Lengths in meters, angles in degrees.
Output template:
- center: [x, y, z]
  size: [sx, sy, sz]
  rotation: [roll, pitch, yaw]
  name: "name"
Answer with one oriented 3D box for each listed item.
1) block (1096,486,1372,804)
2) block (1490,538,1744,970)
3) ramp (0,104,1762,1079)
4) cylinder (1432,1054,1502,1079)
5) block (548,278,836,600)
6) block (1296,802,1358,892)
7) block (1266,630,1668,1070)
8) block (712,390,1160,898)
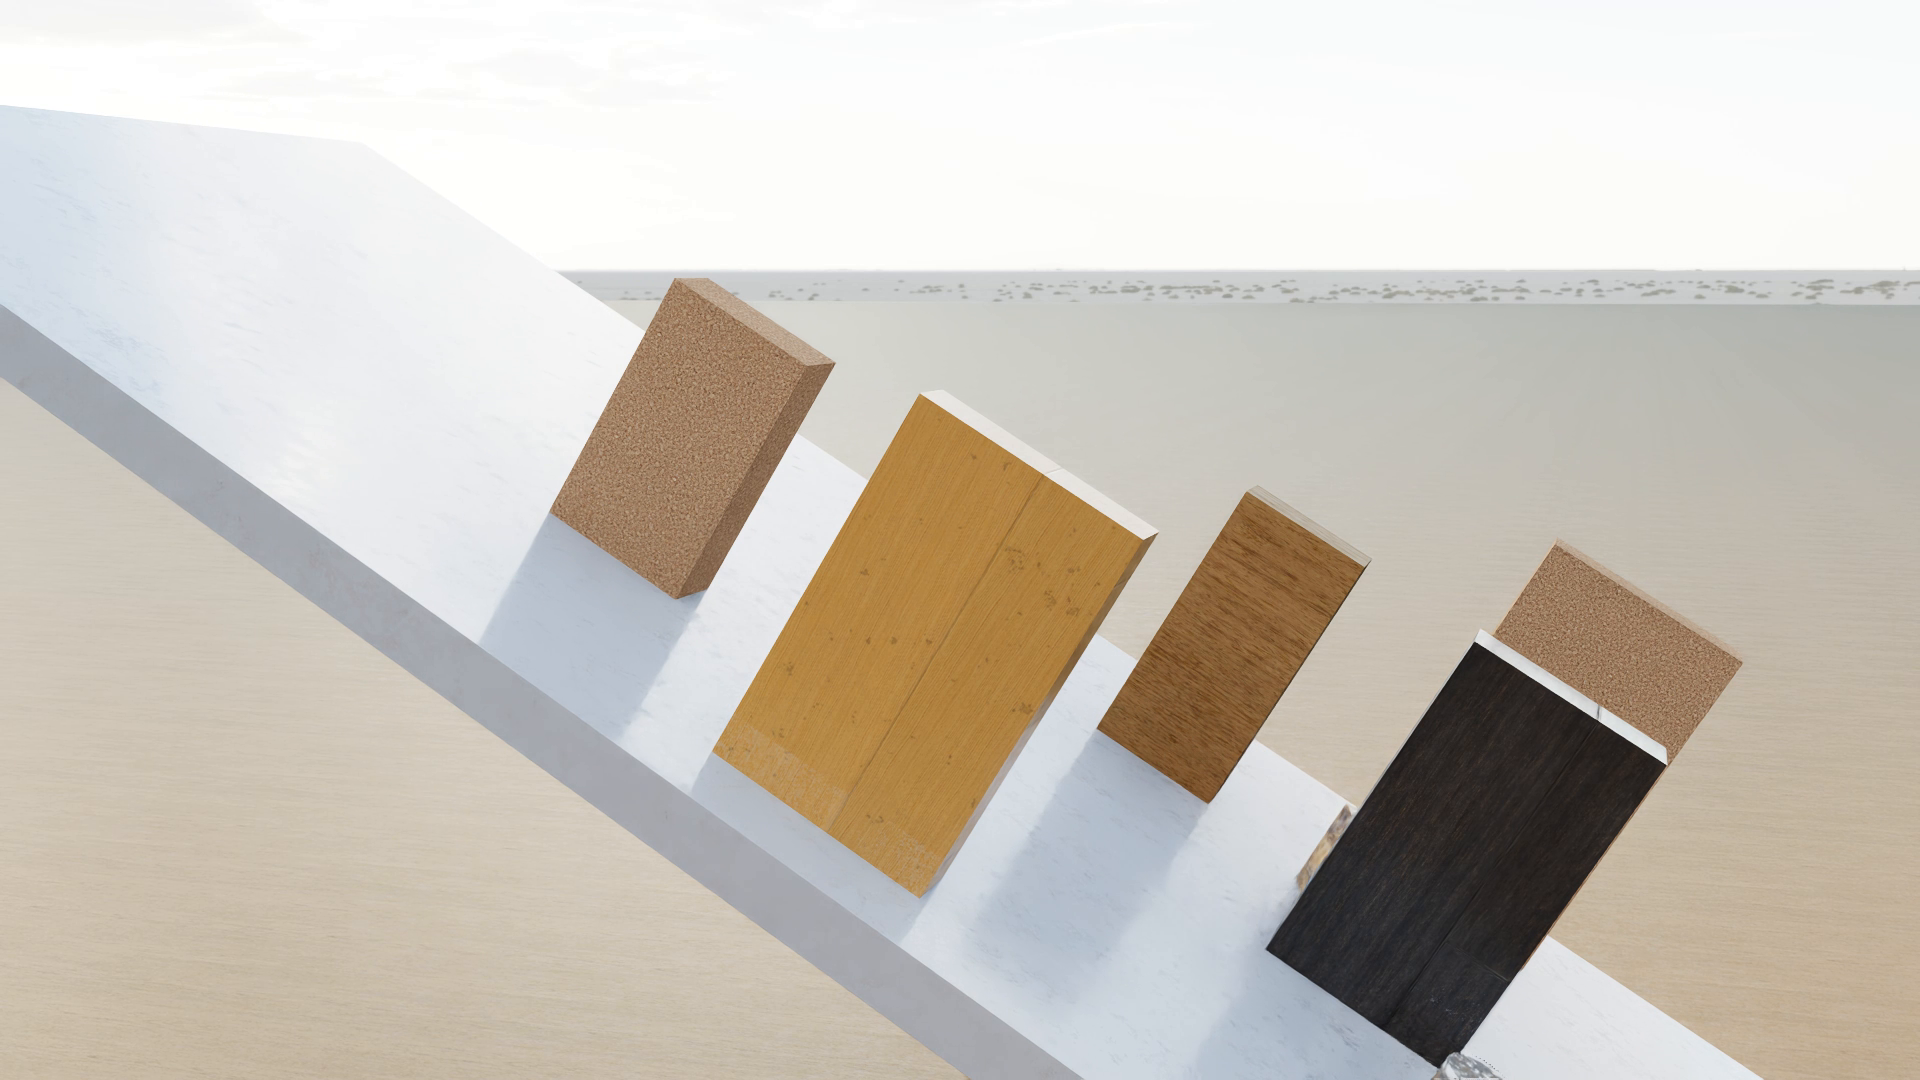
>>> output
- center: [0.542, 0.207, 4.368]
  size: [0.269, 0.569, 0.130]
  rotation: [34, 15, 11]
  name: "block"
- center: [1.180, 0.435, 4.477]
  size: [0.423, 0.768, 0.126]
  rotation: [34, 15, 11]
  name: "block"
- center: [-0.161, 0.266, 4.116]
  size: [4.000, 0.100, 2.000]
  rotation: [34, 15, 11]
  name: "ramp"
- center: [0.781, 0.898, 3.425]
  size: [0.137, 0.137, 0.137]
  rotation: [29, 15, -8]
  name: "cylinder"
- center: [-0.468, -0.179, 3.834]
  size: [0.280, 0.476, 0.141]
  rotation: [34, 15, 11]
  name: "block"
- center: [0.771, 0.646, 4.142]
  size: [0.182, 0.182, 0.182]
  rotation: [29, 15, -9]
  name: "block"
- center: [0.860, 0.531, 3.763]
  size: [0.364, 0.654, 0.135]
  rotation: [34, 15, 11]
  name: "block"
- center: [-0.043, 0.153, 3.257]
  size: [0.386, 0.639, 0.109]
  rotation: [34, 15, 11]
  name: "block"
